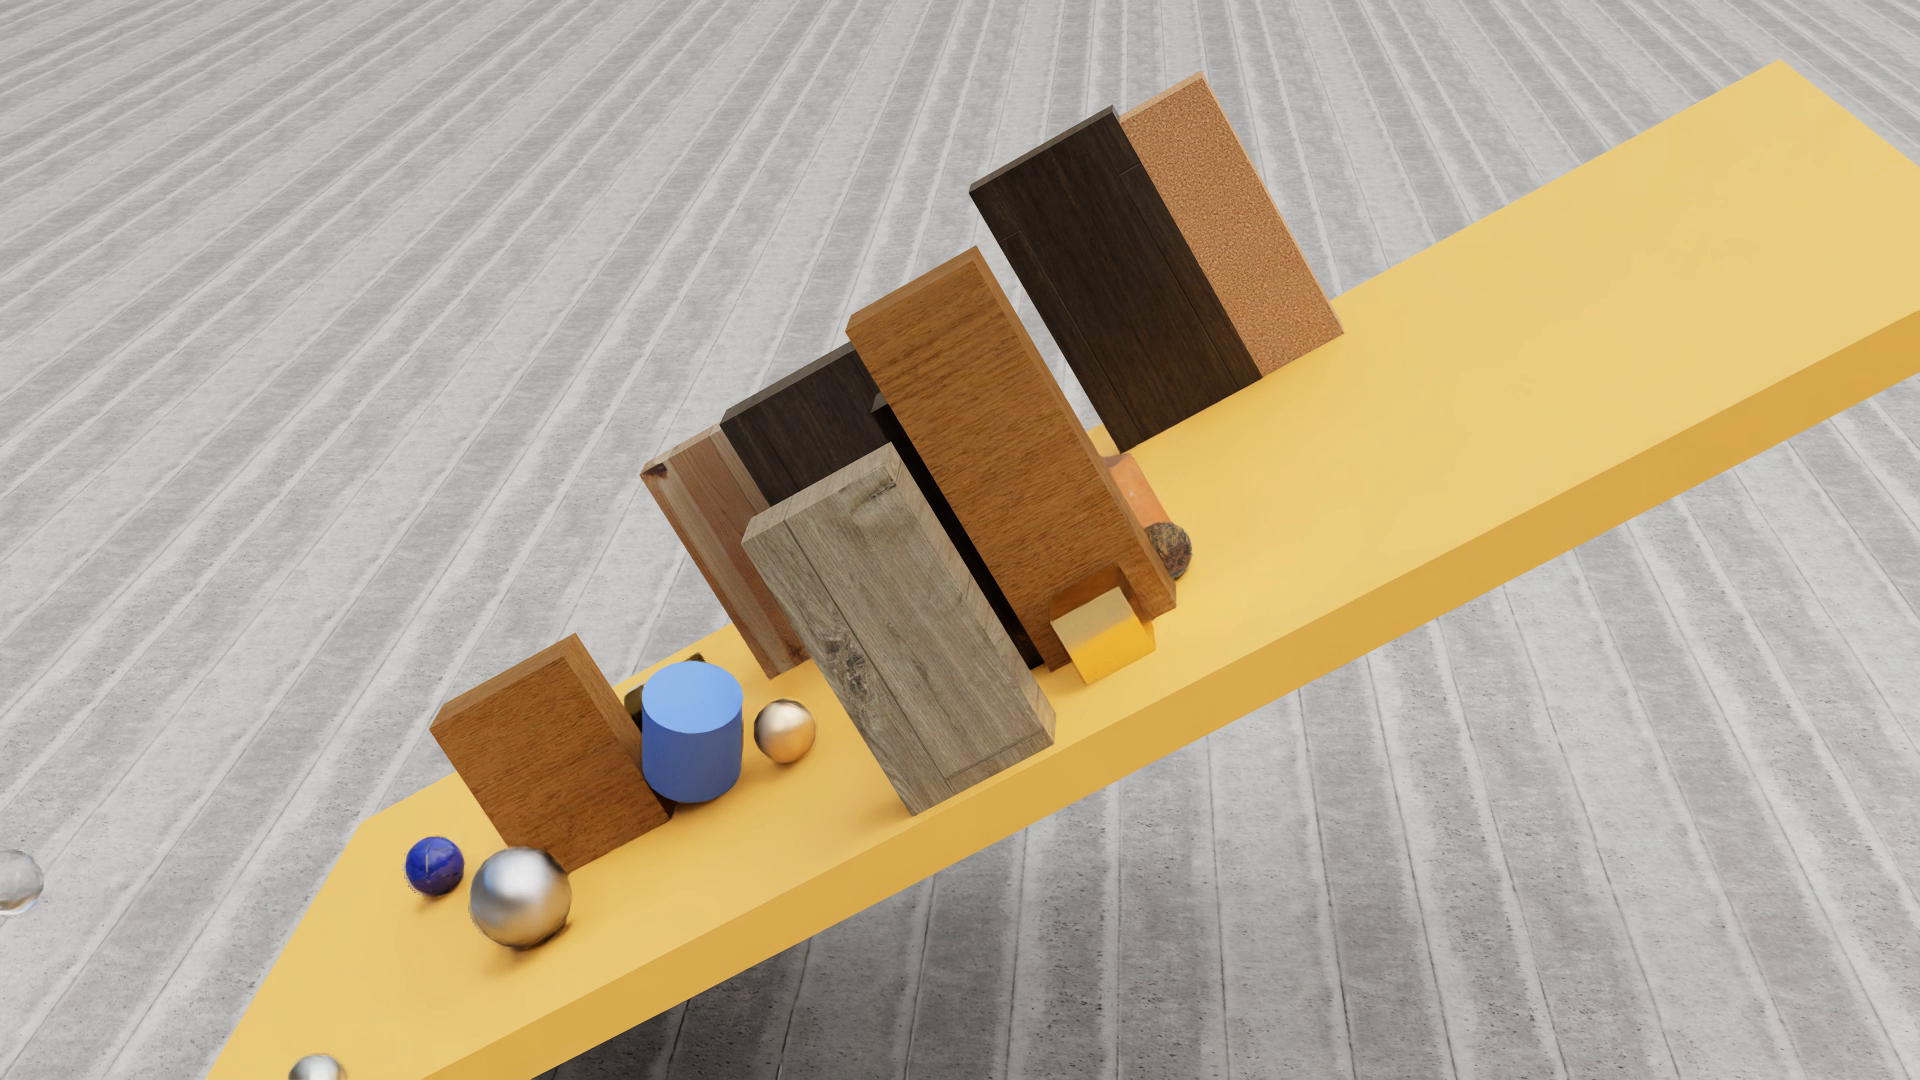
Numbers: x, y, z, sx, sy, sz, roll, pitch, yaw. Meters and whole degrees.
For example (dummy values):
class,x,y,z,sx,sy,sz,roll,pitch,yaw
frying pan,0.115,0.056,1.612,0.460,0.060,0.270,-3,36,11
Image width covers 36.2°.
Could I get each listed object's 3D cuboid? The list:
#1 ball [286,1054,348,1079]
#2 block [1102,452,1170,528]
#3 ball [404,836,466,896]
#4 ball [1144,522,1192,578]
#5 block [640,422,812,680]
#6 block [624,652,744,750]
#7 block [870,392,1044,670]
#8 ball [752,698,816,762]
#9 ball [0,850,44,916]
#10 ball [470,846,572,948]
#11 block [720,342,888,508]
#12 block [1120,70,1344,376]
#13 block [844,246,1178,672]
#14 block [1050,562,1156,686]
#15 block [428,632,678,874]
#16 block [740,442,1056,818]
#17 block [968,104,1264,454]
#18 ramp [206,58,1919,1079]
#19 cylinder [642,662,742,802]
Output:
class,x,y,z,sx,sy,sz,roll,pitch,yaw
ball,-1.245,1.055,5.694,0.117,0.117,0.117,0,19,0
block,0.287,-0.046,6.128,0.185,0.185,0.185,-39,16,-29
ball,-1.179,0.732,6.606,0.134,0.134,0.134,0,19,0
ball,0.403,0.021,5.814,0.115,0.115,0.115,0,19,0
block,-0.384,-0.029,6.667,0.444,0.565,0.093,-28,15,12
block,-0.606,0.399,6.435,0.192,0.192,0.192,-30,14,5
block,0.103,-0.077,5.754,0.275,0.607,0.132,-28,15,12
ball,-0.362,0.394,6.082,0.131,0.131,0.131,0,19,0
ball,-2.356,0.850,7.294,0.162,0.162,0.162,0,19,0
ball,-0.883,0.718,5.912,0.204,0.204,0.204,0,19,0
block,-0.172,-0.110,6.397,0.433,0.618,0.117,-28,15,12
block,0.555,-0.683,6.726,0.365,0.675,0.097,-28,15,12
block,0.104,-0.151,5.646,0.278,0.783,0.127,-28,15,12
block,0.270,0.158,5.562,0.146,0.146,0.146,-29,15,10
block,-0.857,0.471,6.243,0.338,0.422,0.141,-28,15,12
block,-0.106,0.166,5.369,0.300,0.607,0.148,-28,15,12
block,0.361,-0.595,6.758,0.374,0.708,0.097,-28,15,12
ramp,0.142,0.168,6.285,4.000,0.100,2.000,-28,15,12
cylinder,-0.559,0.400,6.134,0.208,0.208,0.208,3,42,-3
